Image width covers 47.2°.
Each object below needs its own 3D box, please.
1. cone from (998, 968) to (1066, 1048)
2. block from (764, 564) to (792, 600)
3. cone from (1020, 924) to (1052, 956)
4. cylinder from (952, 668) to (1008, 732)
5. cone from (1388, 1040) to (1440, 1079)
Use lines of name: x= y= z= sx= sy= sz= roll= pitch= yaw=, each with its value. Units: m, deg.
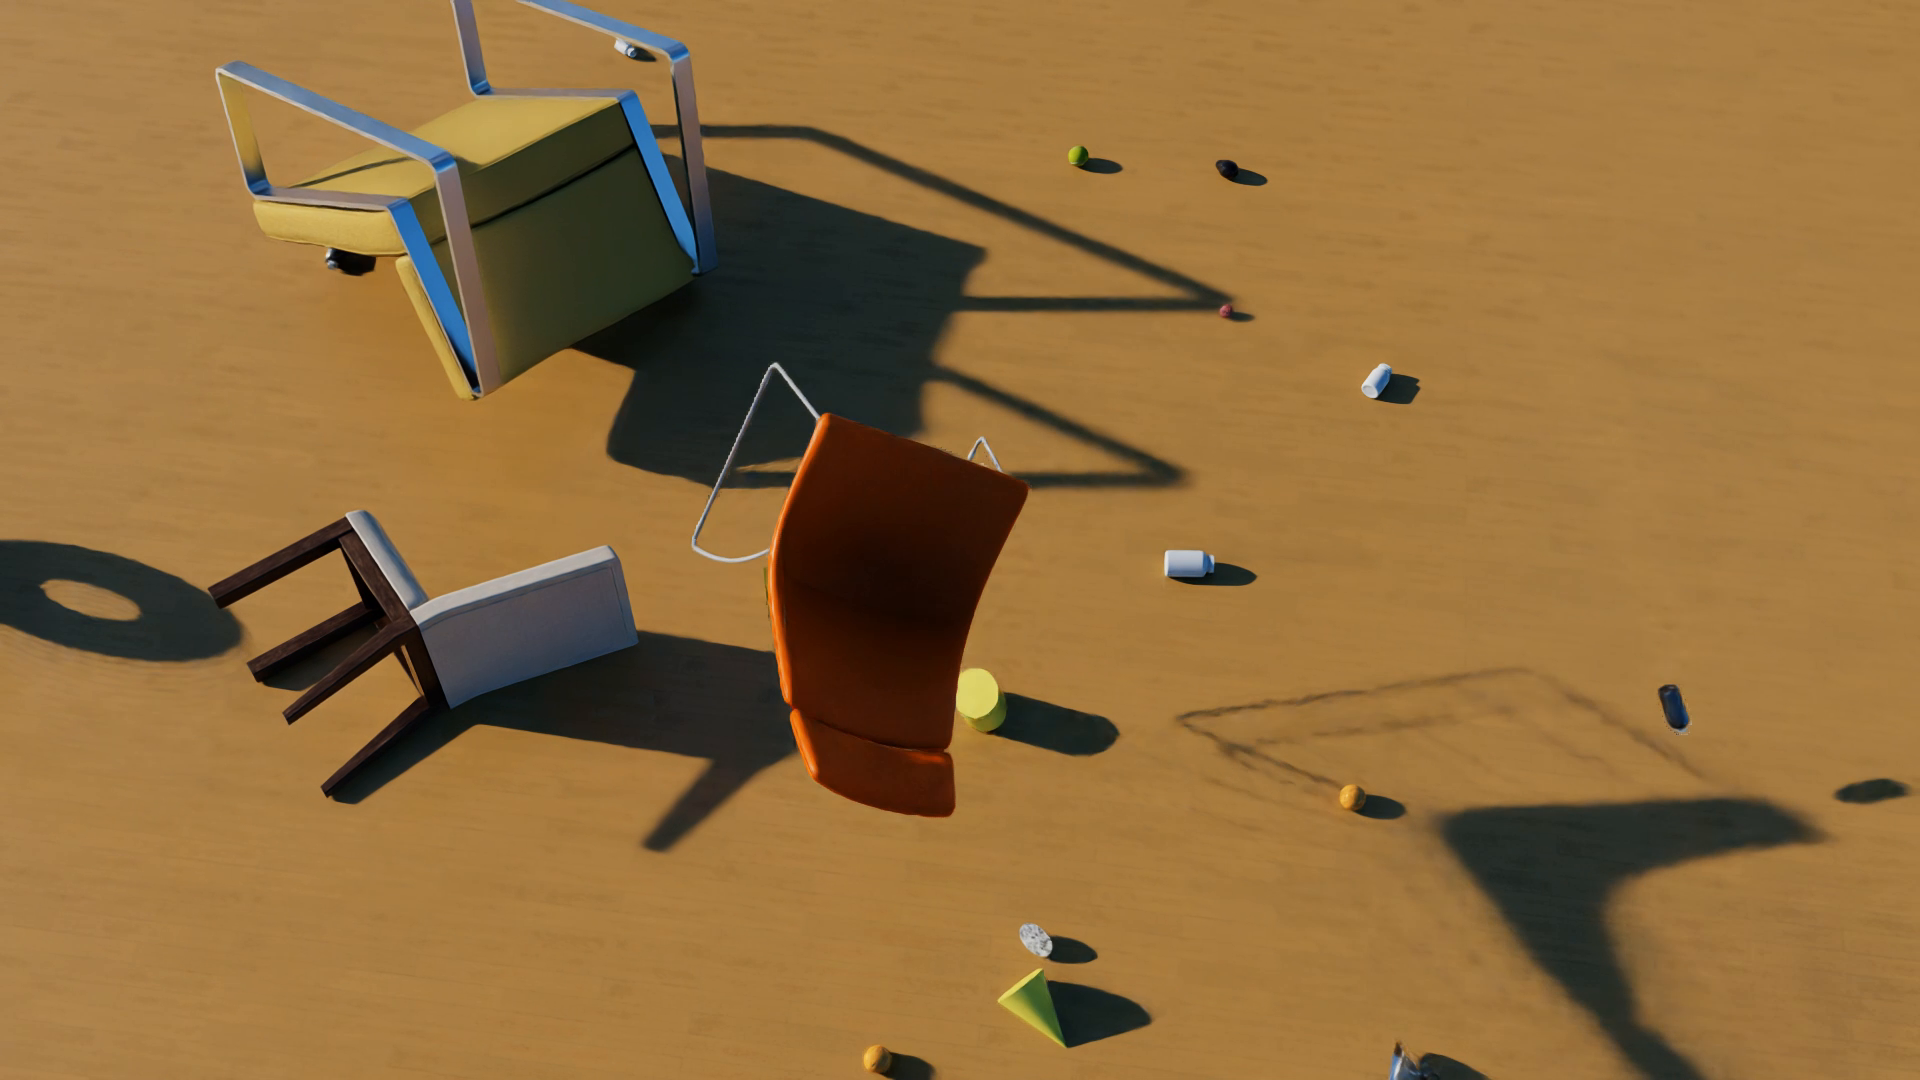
cone: x=0.216 y=1.236 z=5.699 sx=0.144 sy=0.164 sz=0.205 roll=-35 pitch=85 yaw=-18
block: x=-0.534 y=0.123 z=6.447 sx=0.075 sy=0.074 sz=0.063 roll=-7 pitch=56 yaw=-5
cone: x=0.218 y=1.057 z=5.845 sx=0.111 sy=0.078 sz=0.054 roll=32 pitch=24 yaw=32
cylinder: x=0.056 y=0.449 z=6.171 sx=0.129 sy=0.136 sz=0.147 roll=-18 pitch=66 yaw=5
cone: x=1.129 y=1.394 z=5.594 sx=0.145 sy=0.168 sz=0.198 roll=-46 pitch=61 yaw=7
